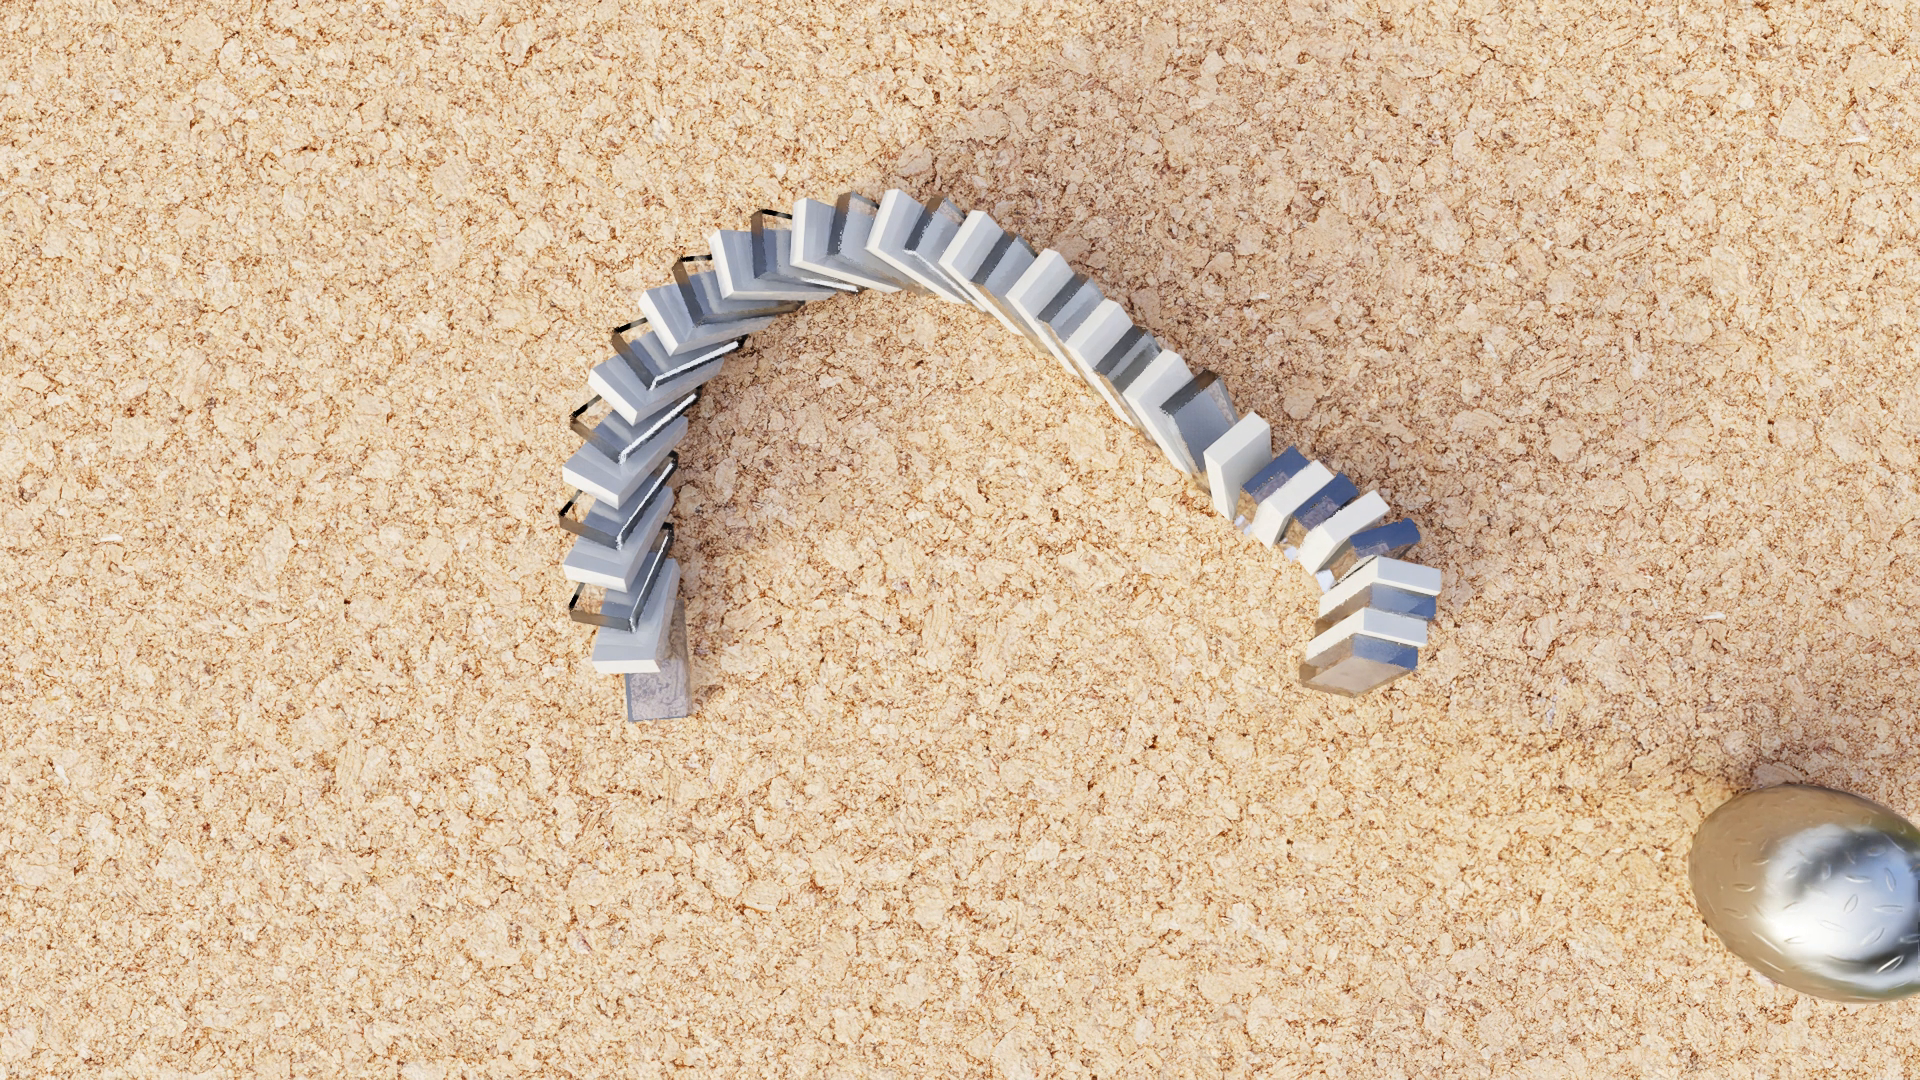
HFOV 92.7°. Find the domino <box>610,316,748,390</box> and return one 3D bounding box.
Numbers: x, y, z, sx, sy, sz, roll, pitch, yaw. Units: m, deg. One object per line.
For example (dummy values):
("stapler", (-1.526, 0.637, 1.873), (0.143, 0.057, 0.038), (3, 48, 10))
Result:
("domino", (-0.116, -0.083, 0.380), (0.025, 0.009, 0.050), (51, 49, 0))

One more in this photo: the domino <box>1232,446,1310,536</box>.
("domino", (0.126, -0.019, 0.375), (0.025, 0.050, 0.009), (-39, 71, 0))

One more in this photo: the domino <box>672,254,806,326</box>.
("domino", (-0.091, -0.105, 0.380), (0.050, 0.010, 0.025), (-22, 90, -43))

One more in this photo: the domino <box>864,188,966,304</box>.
("domino", (-0.014, -0.121, 0.380), (0.050, 0.010, 0.025), (21, 89, -41))

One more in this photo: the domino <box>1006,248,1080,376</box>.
("domino", (0.043, -0.093, 0.380), (0.025, 0.010, 0.050), (-50, 130, 0))

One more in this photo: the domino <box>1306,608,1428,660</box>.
("domino", (0.165, 0.042, 0.375), (0.025, 0.050, 0.010), (13, 67, 0))

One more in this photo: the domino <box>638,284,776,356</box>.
("domino", (-0.104, -0.095, 0.380), (0.050, 0.009, 0.025), (-31, 90, -42))

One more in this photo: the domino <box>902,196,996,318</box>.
("domino", (0.002, -0.117, 0.380), (0.050, 0.009, 0.025), (29, 89, -41))

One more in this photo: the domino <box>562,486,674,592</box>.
("domino", (-0.141, -0.004, 0.381), (0.025, 0.010, 0.050), (14, 51, 0))

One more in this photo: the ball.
("ball", (0.337, 0.137, 0.360), (0.080, 0.080, 0.080), (0, 90, 0))

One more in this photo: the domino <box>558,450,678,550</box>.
("domino", (-0.141, -0.021, 0.381), (0.025, 0.009, 0.050), (22, 52, 0))

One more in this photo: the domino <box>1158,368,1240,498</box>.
("domino", (0.103, -0.043, 0.380), (0.025, 0.009, 0.050), (-39, 128, -2))

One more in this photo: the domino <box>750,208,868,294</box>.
("domino", (-0.061, -0.119, 0.380), (0.050, 0.009, 0.025), (-4, 90, -42))

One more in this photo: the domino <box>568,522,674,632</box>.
("domino", (-0.140, 0.013, 0.381), (0.025, 0.009, 0.050), (10, 51, 0))

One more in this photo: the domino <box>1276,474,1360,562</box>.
("domino", (0.145, -0.008, 0.375), (0.025, 0.050, 0.009), (-39, 71, 0))

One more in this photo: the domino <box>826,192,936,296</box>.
("domino", (-0.030, -0.122, 0.380), (0.050, 0.009, 0.025), (11, 90, -42))

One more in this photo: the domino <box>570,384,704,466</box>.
("domino", (-0.134, -0.055, 0.381), (0.025, 0.010, 0.050), (37, 52, 0))

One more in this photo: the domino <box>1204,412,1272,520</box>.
("domino", (0.115, -0.029, 0.376), (0.025, 0.050, 0.010), (-40, 59, -1))

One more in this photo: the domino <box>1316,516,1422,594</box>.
("domino", (0.166, 0.007, 0.375), (0.025, 0.050, 0.010), (-17, 70, 0))

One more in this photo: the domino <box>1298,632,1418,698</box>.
("domino", (0.162, 0.052, 0.375), (0.025, 0.050, 0.010), (13, 67, 0))

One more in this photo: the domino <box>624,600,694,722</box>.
("domino", (-0.131, 0.052, 0.395), (0.025, 0.009, 0.050), (-5, 90, 0))

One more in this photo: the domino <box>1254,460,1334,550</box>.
("domino", (0.136, -0.013, 0.375), (0.025, 0.050, 0.009), (-39, 71, 0))

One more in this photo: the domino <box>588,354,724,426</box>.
("domino", (-0.125, -0.070, 0.380), (0.025, 0.009, 0.050), (44, 49, 0))

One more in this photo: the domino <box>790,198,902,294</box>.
("domino", (-0.046, -0.121, 0.380), (0.050, 0.010, 0.025), (4, 90, -42))

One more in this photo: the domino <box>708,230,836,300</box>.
("domino", (-0.077, -0.113, 0.380), (0.050, 0.009, 0.025), (-13, 90, -42))

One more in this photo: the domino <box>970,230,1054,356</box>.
("domino", (0.029, -0.101, 0.380), (0.050, 0.009, 0.025), (35, 90, -40))

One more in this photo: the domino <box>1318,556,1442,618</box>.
("domino", (0.171, 0.022, 0.375), (0.025, 0.050, 0.009), (13, 67, 0))

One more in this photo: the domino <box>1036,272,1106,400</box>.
("domino", (0.055, -0.084, 0.380), (0.025, 0.009, 0.050), (-48, 130, 0))

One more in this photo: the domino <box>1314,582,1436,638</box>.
("domino", (0.169, 0.033, 0.375), (0.025, 0.050, 0.010), (13, 67, 0))

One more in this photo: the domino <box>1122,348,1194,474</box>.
("domino", (0.090, -0.053, 0.381), (0.025, 0.009, 0.050), (-46, 129, 0))

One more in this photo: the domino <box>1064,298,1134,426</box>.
("domino", (0.067, -0.073, 0.381), (0.025, 0.010, 0.050), (-48, 129, 0))

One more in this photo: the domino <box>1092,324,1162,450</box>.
("domino", (0.078, -0.063, 0.381), (0.025, 0.010, 0.050), (-48, 129, 0))

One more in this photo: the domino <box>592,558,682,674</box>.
("domino", (-0.134, 0.031, 0.381), (0.025, 0.009, 0.050), (-2, 52, 0))

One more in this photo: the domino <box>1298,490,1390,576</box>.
("domino", (0.156, -0.002, 0.375), (0.025, 0.050, 0.009), (-33, 71, 0))

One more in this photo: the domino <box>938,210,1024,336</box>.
("domino", (0.016, -0.110, 0.380), (0.050, 0.010, 0.025), (34, 89, -41))

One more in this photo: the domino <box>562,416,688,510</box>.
("domino", (-0.138, -0.038, 0.381), (0.025, 0.010, 0.050), (28, 52, 0))
